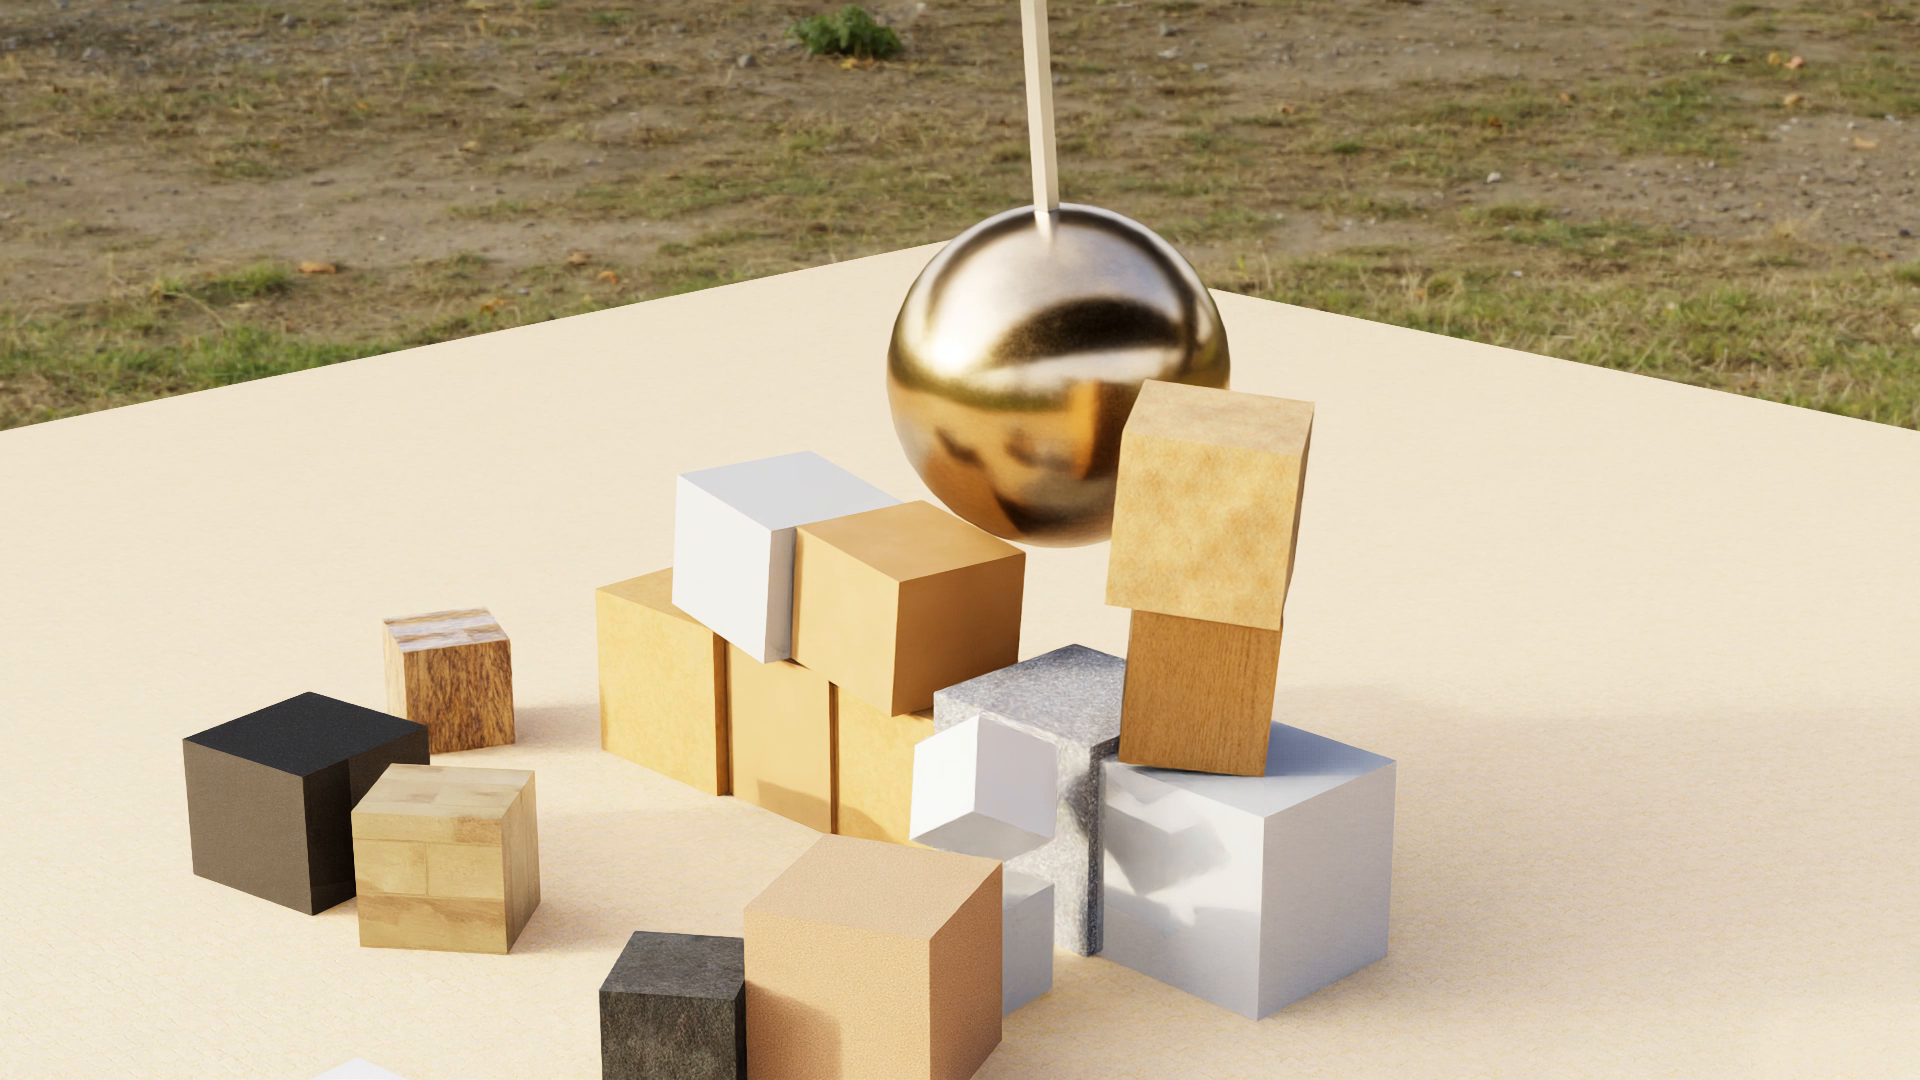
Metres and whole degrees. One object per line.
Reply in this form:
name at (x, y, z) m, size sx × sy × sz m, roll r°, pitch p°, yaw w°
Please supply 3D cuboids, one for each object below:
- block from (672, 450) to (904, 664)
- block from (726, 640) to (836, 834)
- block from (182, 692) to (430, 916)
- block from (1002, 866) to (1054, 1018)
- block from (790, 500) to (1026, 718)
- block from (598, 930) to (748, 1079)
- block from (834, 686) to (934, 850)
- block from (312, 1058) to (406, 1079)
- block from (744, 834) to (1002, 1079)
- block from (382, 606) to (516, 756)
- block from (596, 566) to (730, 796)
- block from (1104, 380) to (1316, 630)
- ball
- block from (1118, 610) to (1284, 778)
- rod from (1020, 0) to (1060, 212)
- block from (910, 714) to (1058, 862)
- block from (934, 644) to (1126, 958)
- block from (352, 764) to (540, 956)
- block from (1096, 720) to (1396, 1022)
block at (-0.834, 0.069, 14.164) m, size 0.773 × 0.676 × 0.813 m, roll -12°, pitch 27°, yaw -36°
block at (-0.610, 0.864, 14.255) m, size 0.733 × 0.804 × 0.737 m, roll -17°, pitch 24°, yaw -42°
block at (-2.977, 1.193, 13.439) m, size 0.788 × 0.666 × 0.764 m, roll 12°, pitch 21°, yaw 34°
block at (0.061, 1.674, 12.219) m, size 0.450 × 0.480 × 0.501 m, roll 13°, pitch 22°, yaw 36°
block at (-0.247, 0.305, 13.639) m, size 0.735 × 0.663 × 0.786 m, roll -13°, pitch 27°, yaw -37°
block at (-1.079, 1.890, 11.501) m, size 0.531 × 0.497 × 0.543 m, roll 3°, pitch 18°, yaw 8°
block at (-0.055, 1.050, 13.752) m, size 0.696 × 0.751 × 0.802 m, roll -17°, pitch 24°, yaw -42°
block at (-2.032, 2.305, 9.862) m, size 0.809 × 0.688 × 0.750 m, roll 14°, pitch 22°, yaw 37°
block at (-0.329, 1.720, 11.556) m, size 0.766 × 0.790 × 0.788 m, roll 7°, pitch 19°, yaw 20°
block at (-2.636, 0.724, 15.100) m, size 0.545 × 0.565 × 0.572 m, roll -7°, pitch 19°, yaw -20°
block at (-1.192, 0.655, 14.824) m, size 0.895 × 0.861 × 0.905 m, roll -17°, pitch 24°, yaw -42°
block at (1.033, -0.154, 12.067) m, size 0.715 × 0.754 × 0.677 m, roll 8°, pitch 23°, yaw 9°
ball at (0.456, -0.760, 13.581) m, size 1.600 × 1.600 × 1.600 m, roll 0°, pitch 17°, yaw 0°
block at (1.011, 0.516, 12.357) m, size 0.607 × 0.704 × 0.625 m, roll 6°, pitch 22°, yaw 2°
rod at (0.198, -3.908, 12.321) m, size 0.080 × 5.200 × 0.080 m, roll 17°, pitch 30°, yaw 42°
block at (0.101, 1.044, 12.132) m, size 0.430 × 0.427 × 0.419 m, roll 23°, pitch -35°, yaw -32°
block at (0.539, 1.138, 13.099) m, size 0.931 × 0.974 × 0.918 m, roll 17°, pitch 24°, yaw 42°
block at (-2.243, 1.393, 12.856) m, size 0.655 × 0.633 × 0.562 m, roll 2°, pitch 18°, yaw 7°
block at (1.216, 1.360, 12.511) m, size 0.881 × 0.903 × 0.896 m, roll -17°, pitch 24°, yaw -42°
